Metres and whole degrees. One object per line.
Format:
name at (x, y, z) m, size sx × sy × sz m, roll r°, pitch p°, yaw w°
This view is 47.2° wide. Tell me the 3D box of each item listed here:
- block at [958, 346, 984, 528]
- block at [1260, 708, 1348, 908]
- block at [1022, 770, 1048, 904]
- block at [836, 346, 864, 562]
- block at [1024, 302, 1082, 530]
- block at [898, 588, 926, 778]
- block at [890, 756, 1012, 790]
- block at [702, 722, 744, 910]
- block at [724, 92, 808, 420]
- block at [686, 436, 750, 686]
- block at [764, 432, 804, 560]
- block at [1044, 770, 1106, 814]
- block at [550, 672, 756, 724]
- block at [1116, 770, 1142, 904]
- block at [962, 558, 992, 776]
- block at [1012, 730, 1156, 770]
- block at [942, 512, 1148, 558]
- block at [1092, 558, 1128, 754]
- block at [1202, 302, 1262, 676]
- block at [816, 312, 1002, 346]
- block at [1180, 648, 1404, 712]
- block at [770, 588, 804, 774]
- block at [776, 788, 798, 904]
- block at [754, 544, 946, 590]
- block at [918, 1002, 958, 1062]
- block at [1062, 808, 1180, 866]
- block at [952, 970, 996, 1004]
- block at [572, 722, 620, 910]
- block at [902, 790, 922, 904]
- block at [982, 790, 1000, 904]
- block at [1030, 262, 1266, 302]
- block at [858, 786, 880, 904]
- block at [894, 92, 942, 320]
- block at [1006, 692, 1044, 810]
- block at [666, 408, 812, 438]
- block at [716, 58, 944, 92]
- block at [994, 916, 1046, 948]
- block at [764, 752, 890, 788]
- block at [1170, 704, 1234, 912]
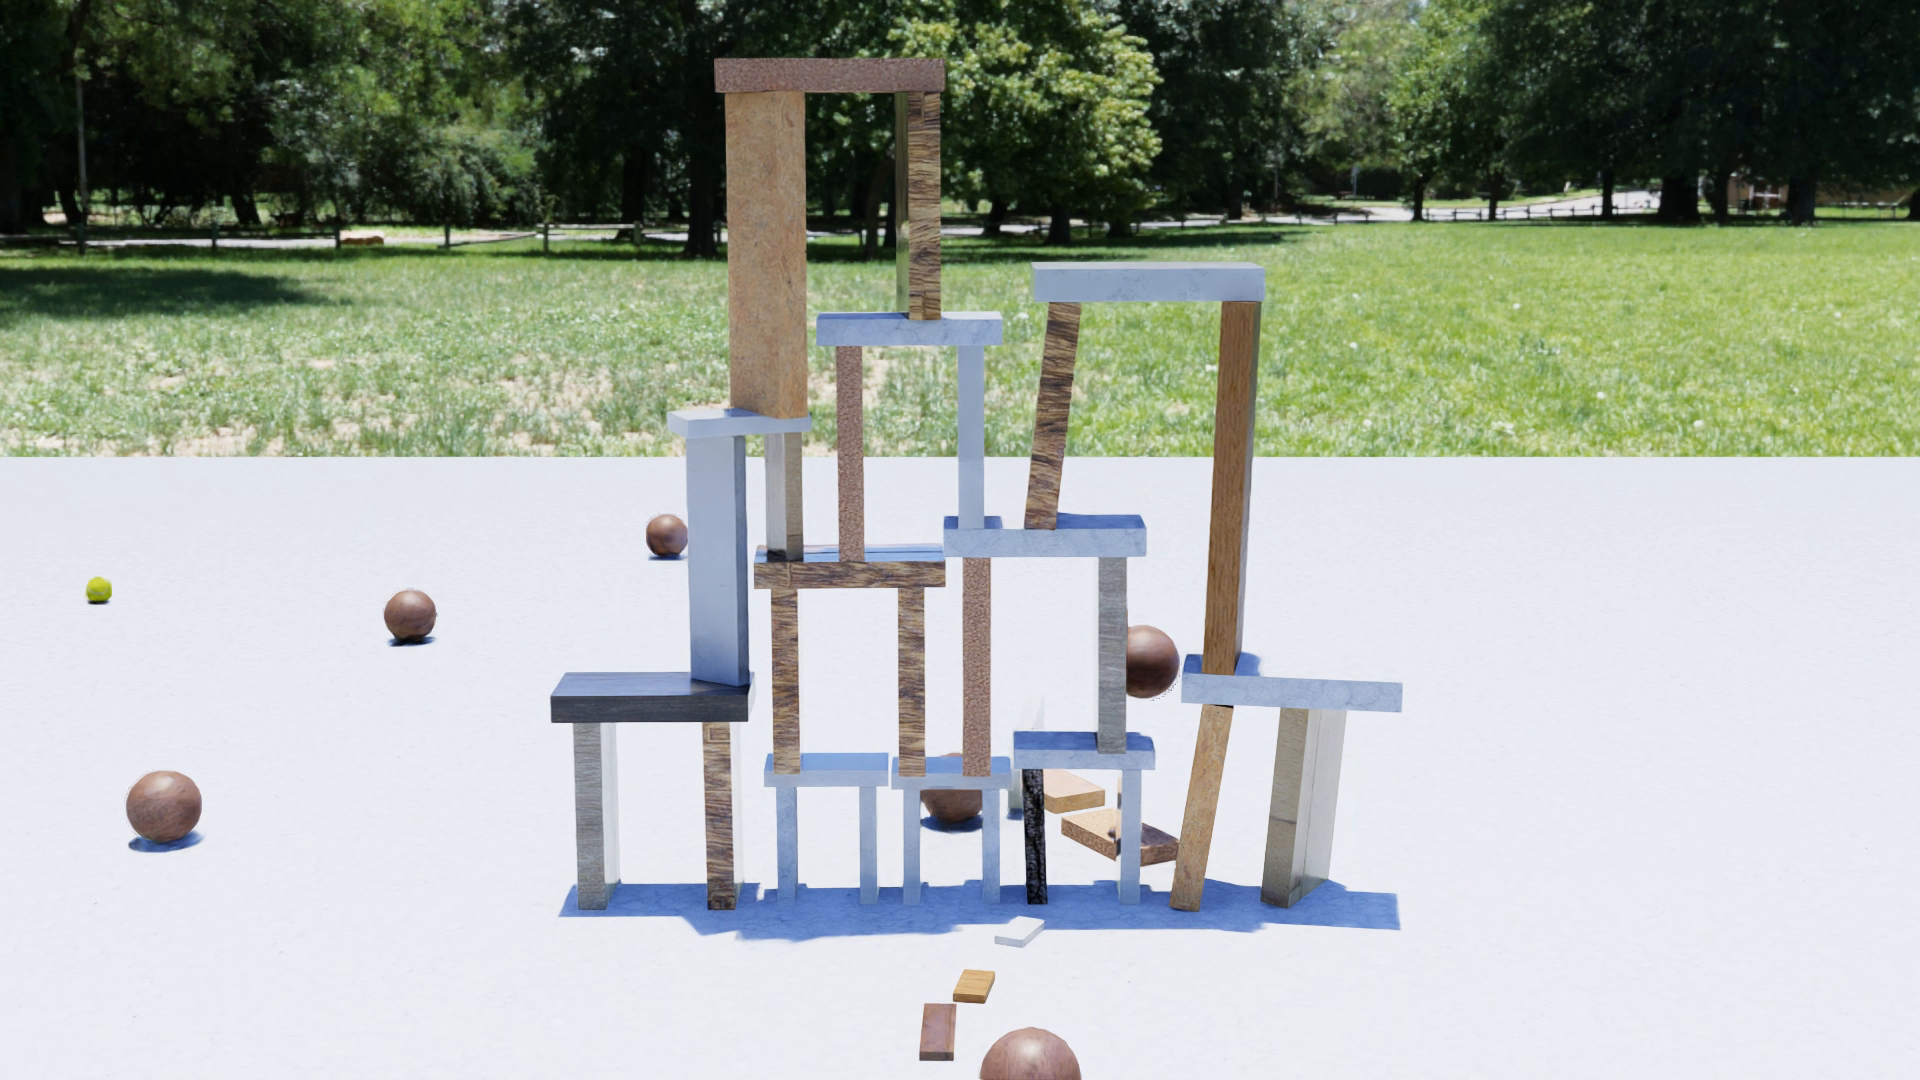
block at (0.018, -0.174, 3.530) m, size 0.041 × 0.291 × 0.145 m, roll 0°, pitch 11°, yaw 1°
block at (0.572, 0.417, 3.642) m, size 0.049 × 0.347 × 0.174 m, roll 12°, pitch 15°, yaw 30°
block at (0.123, 0.476, 3.651) m, size 0.033 × 0.230 × 0.115 m, roll -2°, pitch 11°, yaw 0°
block at (-0.176, -0.148, 3.529) m, size 0.041 × 0.342 × 0.145 m, roll -1°, pitch 11°, yaw -3°
block at (0.147, -0.208, 3.522) m, size 0.050 × 0.356 × 0.178 m, roll 6°, pitch 11°, yaw 1°
block at (-0.078, 0.216, 3.602) m, size 0.043 × 0.312 × 0.153 m, roll 0°, pitch 11°, yaw 0°
block at (-0.014, 0.384, 3.628) m, size 0.196 × 0.028 × 0.098 m, roll 0°, pitch 11°, yaw 0°
block at (-0.391, 0.434, 3.640) m, size 0.045 × 0.317 × 0.158 m, roll 0°, pitch 11°, yaw 0°
block at (-0.303, -0.447, 3.438) m, size 0.049 × 0.497 × 0.174 m, roll -7°, pitch 13°, yaw -31°
block at (-0.395, 0.023, 3.581) m, size 0.102 × 0.422 × 0.029 m, roll 7°, pitch 12°, yaw 33°
block at (-0.283, -0.079, 3.538) m, size 0.029 × 0.204 × 0.102 m, roll -5°, pitch 12°, yaw -23°
block at (0.171, 0.473, 4.215) m, size 0.112 × 0.032 × 0.223 m, roll -6°, pitch 12°, yaw -28°
block at (-0.499, 0.257, 3.604) m, size 0.317 × 0.045 × 0.158 m, roll 0°, pitch 11°, yaw -1°
block at (0.280, 0.477, 3.651) m, size 0.033 × 0.230 × 0.115 m, roll 0°, pitch 11°, yaw 0°
block at (0.027, 0.191, 3.603) m, size 0.046 × 0.361 × 0.162 m, roll 0°, pitch 11°, yaw 0°
block at (0.203, 0.347, 3.629) m, size 0.230 × 0.033 × 0.115 m, roll 0°, pitch 11°, yaw 0°
block at (0.135, -0.010, 3.565) m, size 0.323 × 0.046 × 0.162 m, roll 0°, pitch 11°, yaw 0°
block at (0.245, 0.171, 3.599) m, size 0.046 × 0.323 × 0.162 m, roll 0°, pitch 11°, yaw 1°
block at (0.437, -0.092, 3.529) m, size 0.050 × 0.591 × 0.178 m, roll 4°, pitch 11°, yaw 11°
block at (-0.080, -0.336, 3.497) m, size 0.291 × 0.041 × 0.145 m, roll 0°, pitch 11°, yaw -1°
block at (0.539, 0.227, 3.572) m, size 0.347 × 0.049 × 0.174 m, roll 2°, pitch 11°, yaw 9°
block at (-0.281, 0.214, 3.593) m, size 0.043 × 0.305 × 0.153 m, roll 0°, pitch 11°, yaw -2°
block at (-0.286, 0.491, 3.647) m, size 0.029 × 0.203 × 0.101 m, roll 0°, pitch 11°, yaw -1°
block at (-0.178, 0.042, 3.565) m, size 0.305 × 0.043 × 0.153 m, roll 0°, pitch 11°, yaw -3°
block at (-0.030, 0.691, 3.091) m, size 0.048 × 0.014 × 0.170 m, roll 0°, pitch 11°, yaw 1°
block at (0.287, 0.529, 3.911) m, size 0.112 × 0.032 × 0.223 m, roll -6°, pitch 12°, yaw -29°
block at (0.021, 0.660, 3.254) m, size 0.048 × 0.014 × 0.095 m, roll 2°, pitch 11°, yaw 10°
block at (-0.601, 0.434, 3.640) m, size 0.045 × 0.317 × 0.158 m, roll 0°, pitch 11°, yaw 0°
block at (-0.079, 0.494, 3.648) m, size 0.028 × 0.196 × 0.098 m, roll 0°, pitch 11°, yaw 0°
block at (0.051, 0.494, 3.647) m, size 0.028 × 0.196 × 0.098 m, roll 0°, pitch 11°, yaw 0°
block at (0.293, -0.410, 3.484) m, size 0.356 × 0.050 × 0.178 m, roll 0°, pitch 11°, yaw 0°
block at (-0.150, 0.491, 3.648) m, size 0.029 × 0.202 × 0.101 m, roll 0°, pitch 11°, yaw 0°
block at (-0.067, -0.527, 3.457) m, size 0.049 × 0.347 × 0.174 m, roll -2°, pitch 11°, yaw -8°
block at (0.125, 0.398, 4.171) m, size 0.032 × 0.112 × 0.223 m, roll 4°, pitch 30°, yaw 12°
block at (-0.350, -0.188, 3.480) m, size 0.204 × 0.029 × 0.102 m, roll -5°, pitch 12°, yaw -25°
block at (-0.205, -0.722, 3.421) m, size 0.347 × 0.049 × 0.174 m, roll -1°, pitch 11°, yaw -6°
block at (0.095, 0.619, 3.475) m, size 0.048 × 0.014 × 0.095 m, roll 5°, pitch 12°, yaw 24°
block at (-0.219, 0.378, 3.622) m, size 0.203 × 0.029 × 0.101 m, roll 0°, pitch 11°, yaw -1°
block at (0.402, 0.418, 3.633) m, size 0.049 × 0.347 × 0.174 m, roll 10°, pitch 12°, yaw 7°
